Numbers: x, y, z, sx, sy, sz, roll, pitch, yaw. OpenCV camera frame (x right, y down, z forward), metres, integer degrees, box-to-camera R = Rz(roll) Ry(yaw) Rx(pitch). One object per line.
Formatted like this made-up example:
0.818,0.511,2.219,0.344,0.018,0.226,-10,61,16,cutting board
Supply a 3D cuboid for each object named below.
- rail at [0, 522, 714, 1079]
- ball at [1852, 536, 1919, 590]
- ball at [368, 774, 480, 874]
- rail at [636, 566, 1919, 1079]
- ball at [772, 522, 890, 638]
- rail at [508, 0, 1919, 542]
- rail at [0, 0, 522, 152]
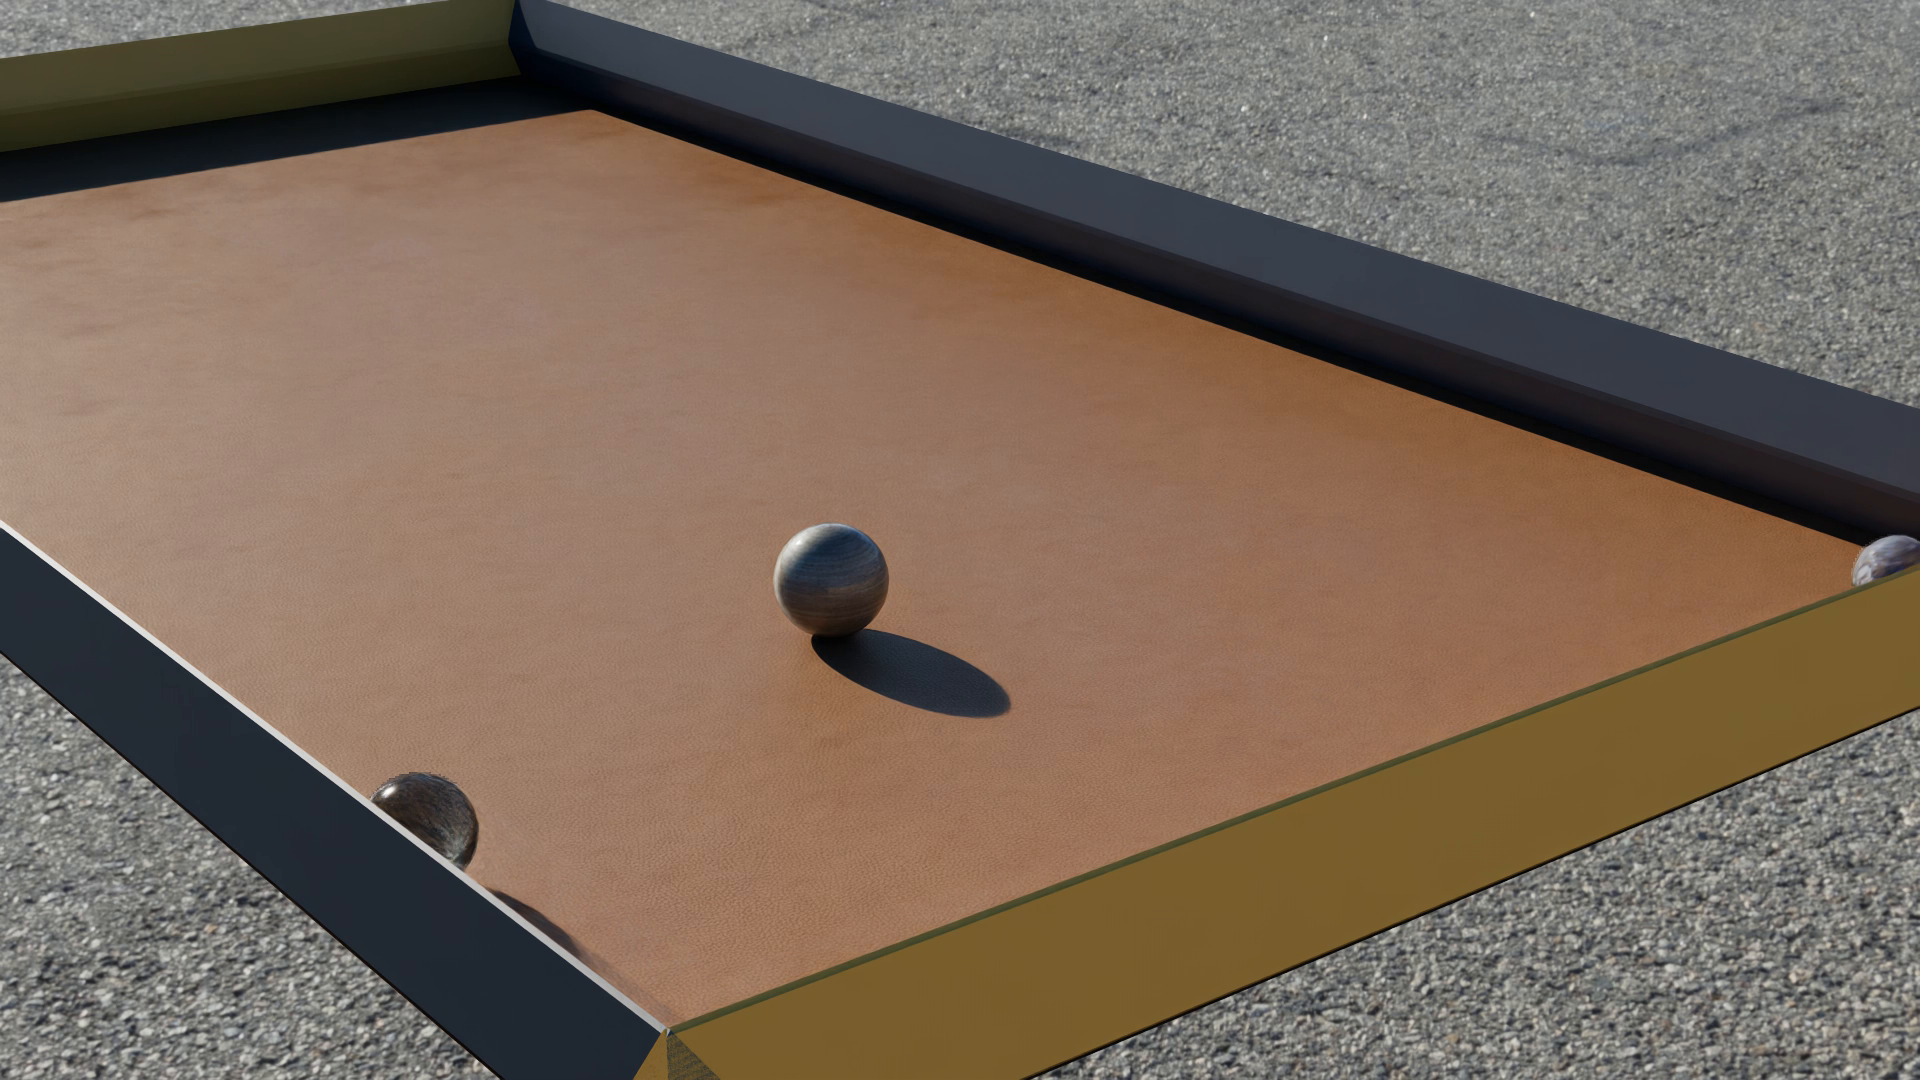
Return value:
-0.975,-0.066,2.660,0.045,0.126,2.729,-16,26,-35,rail
0.791,0.032,2.484,0.071,0.071,0.071,0,21,0,ball
-0.373,0.202,2.030,0.082,0.082,0.082,0,21,0,ball
0.402,0.162,2.071,1.459,0.126,0.045,-16,26,-35,rail
-0.107,0.033,2.445,0.097,0.097,0.097,0,21,0,ball
0.143,-0.378,3.463,0.045,0.126,2.729,-16,26,-35,rail
-1.235,-0.606,4.052,1.459,0.126,0.045,-16,26,-35,rail
